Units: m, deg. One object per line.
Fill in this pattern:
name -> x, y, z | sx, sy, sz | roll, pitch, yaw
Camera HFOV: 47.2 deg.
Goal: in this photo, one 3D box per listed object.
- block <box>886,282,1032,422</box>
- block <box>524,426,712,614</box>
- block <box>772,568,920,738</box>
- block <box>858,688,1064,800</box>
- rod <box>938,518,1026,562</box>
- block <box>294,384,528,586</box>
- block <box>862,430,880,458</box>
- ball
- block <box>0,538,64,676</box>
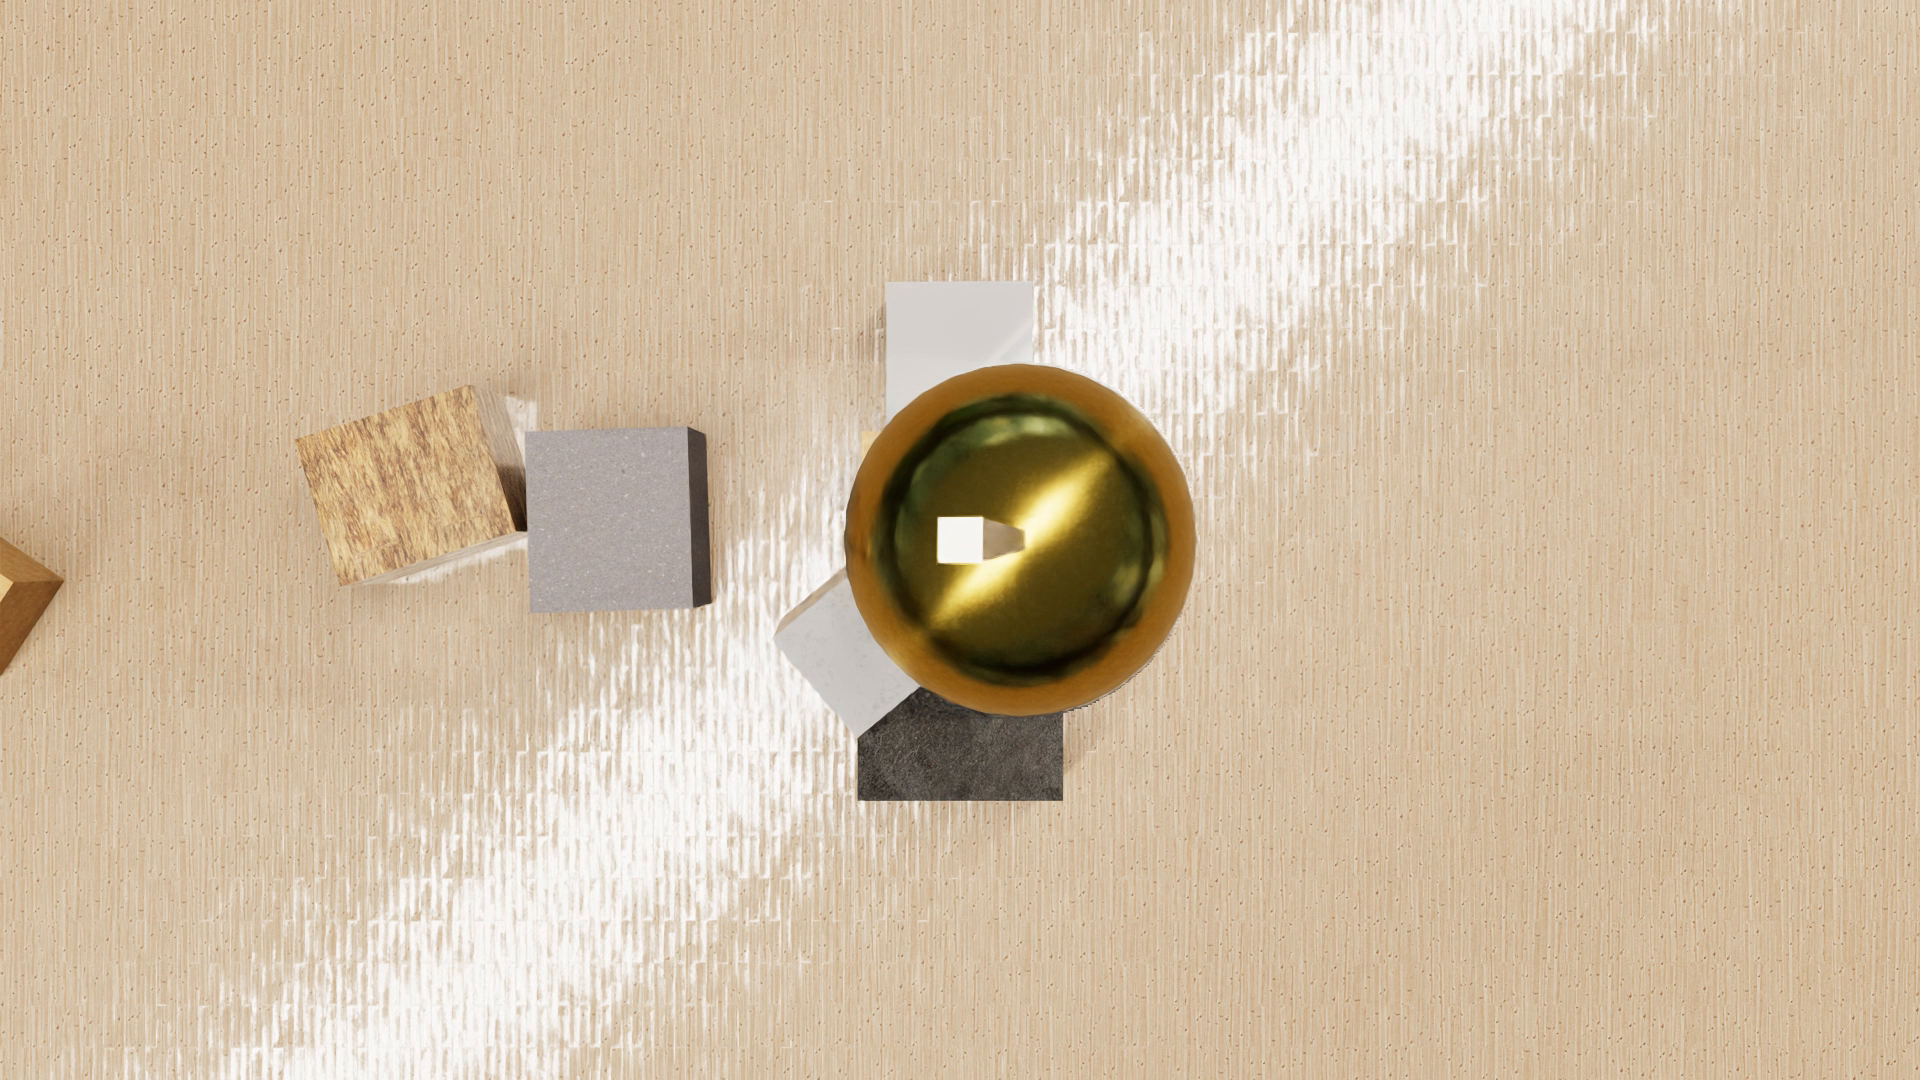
block -> -0.002, -1.025, 12.624 | 0.813, 0.752, 0.831 | 0, 90, 0
block -> -1.932, -0.111, 12.546 | 0.895, 0.907, 1.001 | -2, 90, 0
block -> -0.444, 0.471, 11.698 | 0.811, 0.682, 0.682 | -40, 96, 5
block -> 0.002, 0.923, 12.551 | 1.133, 0.897, 1.026 | 0, 90, 0
rod -> 0.117, 0.000, 6.551 | 0.080, 5.200, 0.080 | 0, 90, 3
block -> -3.064, -0.301, 12.570 | 1.017, 0.859, 0.851 | -17, 90, 0
block -> -0.019, -0.105, 12.516 | 1.028, 0.967, 0.996 | -1, 90, 0
ball -> 0.271, 0.000, 9.947 | 1.600, 1.600, 1.600 | 0, 90, 0
block -> -5.736, 0.372, 12.644 | 0.590, 0.711, 0.720 | 34, 90, 0
